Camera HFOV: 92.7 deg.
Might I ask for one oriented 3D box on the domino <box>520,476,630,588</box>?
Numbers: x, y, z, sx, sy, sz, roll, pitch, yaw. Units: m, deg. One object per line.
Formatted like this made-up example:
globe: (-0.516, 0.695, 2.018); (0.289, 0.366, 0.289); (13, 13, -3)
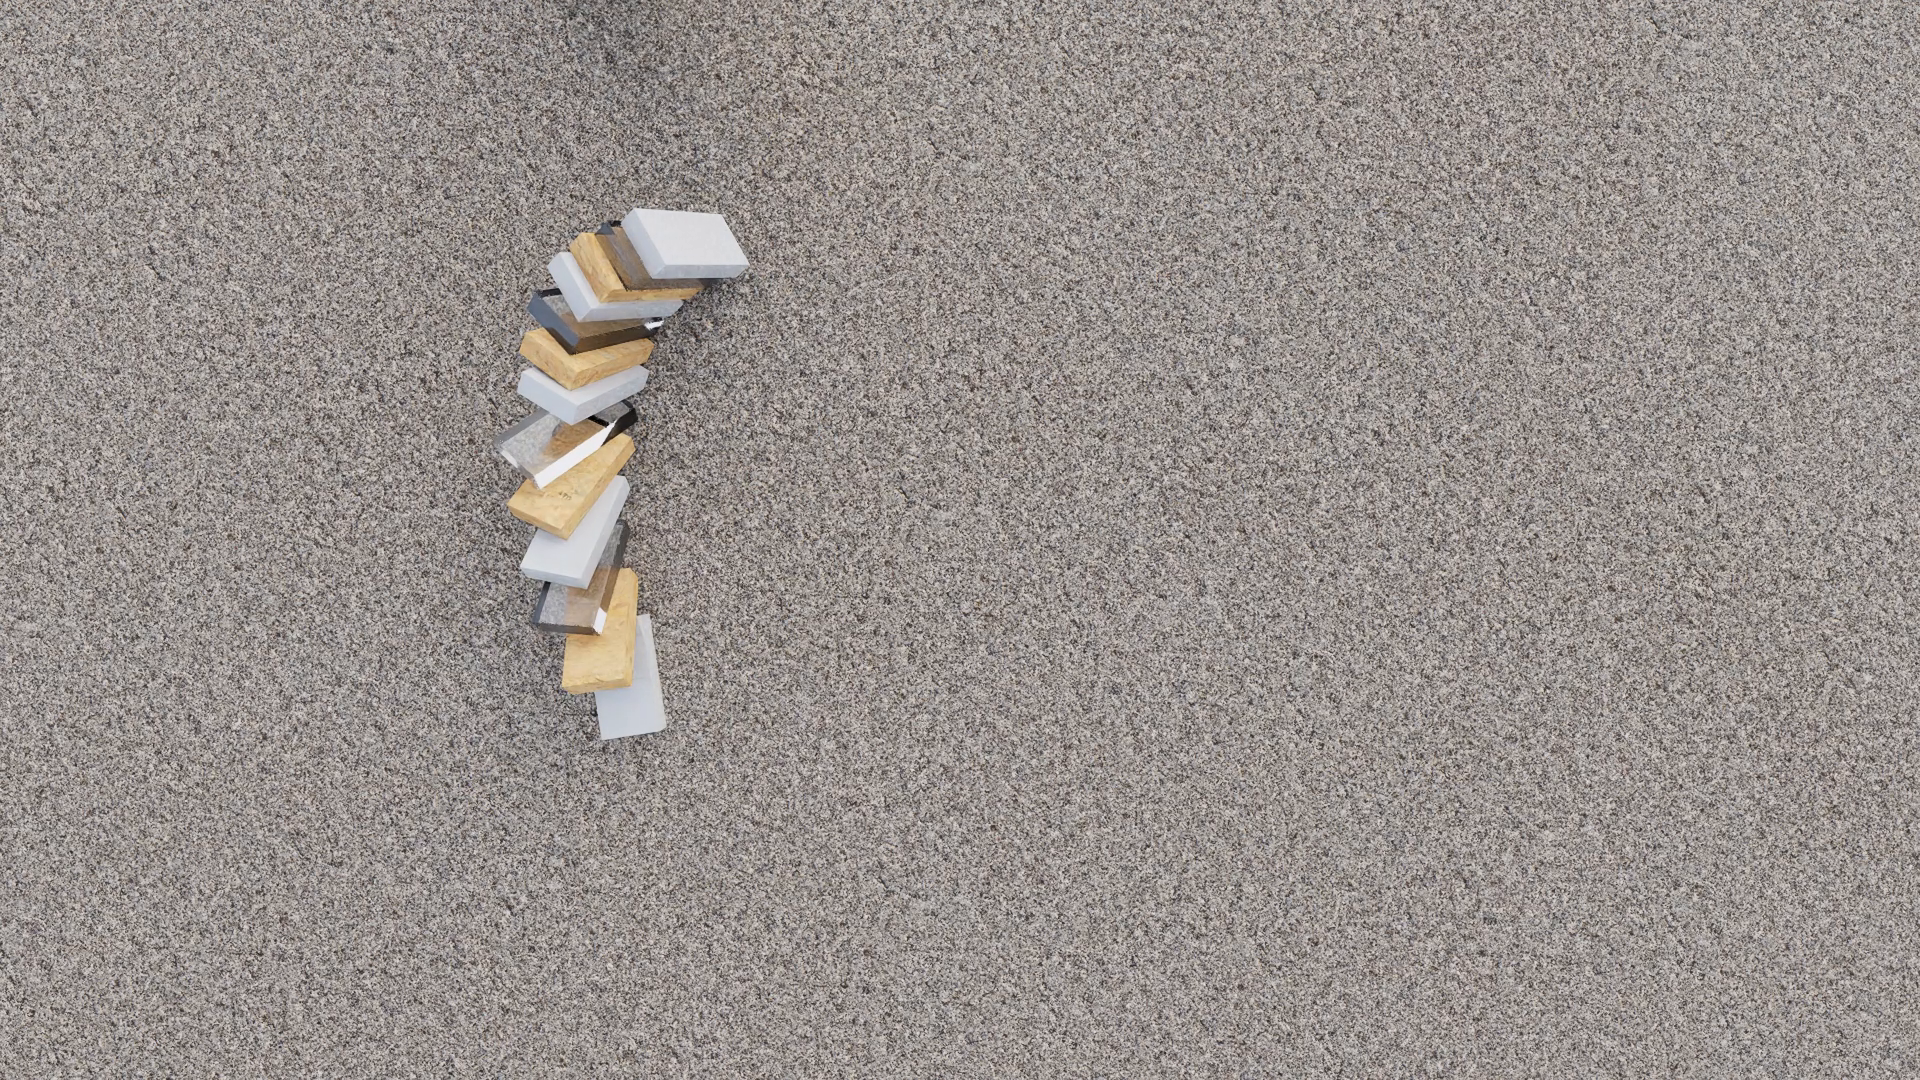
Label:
domino: (-0.160, -0.006, 0.383); (0.025, 0.009, 0.050); (11, 60, 2)

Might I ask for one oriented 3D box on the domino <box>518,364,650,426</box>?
domino: (-0.153, -0.065, 0.376); (0.025, 0.050, 0.009); (31, 120, 0)

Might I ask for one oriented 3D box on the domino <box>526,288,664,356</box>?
domino: (-0.148, -0.092, 0.376); (0.025, 0.050, 0.009); (47, 120, 0)

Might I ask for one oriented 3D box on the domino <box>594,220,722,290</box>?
domino: (-0.122, -0.117, 0.376); (0.009, 0.050, 0.025); (-30, 90, 31)

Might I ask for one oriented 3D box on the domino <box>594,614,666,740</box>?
domino: (-0.144, 0.059, 0.395); (0.025, 0.010, 0.050); (-9, 90, 0)

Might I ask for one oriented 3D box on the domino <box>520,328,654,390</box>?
domino: (-0.152, -0.079, 0.376); (0.025, 0.050, 0.009); (37, 120, 0)

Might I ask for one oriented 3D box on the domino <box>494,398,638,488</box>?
domino: (-0.163, -0.046, 0.381); (0.025, 0.010, 0.050); (39, 61, 13)

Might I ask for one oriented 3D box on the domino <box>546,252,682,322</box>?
domino: (-0.140, -0.104, 0.376); (0.010, 0.050, 0.025); (-30, 90, 31)

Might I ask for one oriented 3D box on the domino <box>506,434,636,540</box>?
domino: (-0.162, -0.027, 0.383); (0.025, 0.009, 0.050); (24, 62, 4)

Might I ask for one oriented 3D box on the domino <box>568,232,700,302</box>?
domino: (-0.132, -0.112, 0.376); (0.009, 0.050, 0.025); (-30, 90, 31)

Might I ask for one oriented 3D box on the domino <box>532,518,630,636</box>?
domino: (-0.158, 0.014, 0.384); (0.025, 0.009, 0.050); (5, 62, 0)

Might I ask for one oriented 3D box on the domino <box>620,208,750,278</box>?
domino: (-0.112, -0.121, 0.376); (0.009, 0.050, 0.025); (-30, 90, 31)

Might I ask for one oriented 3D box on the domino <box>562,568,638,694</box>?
domino: (-0.150, 0.038, 0.383); (0.025, 0.010, 0.050); (-8, 61, 0)
